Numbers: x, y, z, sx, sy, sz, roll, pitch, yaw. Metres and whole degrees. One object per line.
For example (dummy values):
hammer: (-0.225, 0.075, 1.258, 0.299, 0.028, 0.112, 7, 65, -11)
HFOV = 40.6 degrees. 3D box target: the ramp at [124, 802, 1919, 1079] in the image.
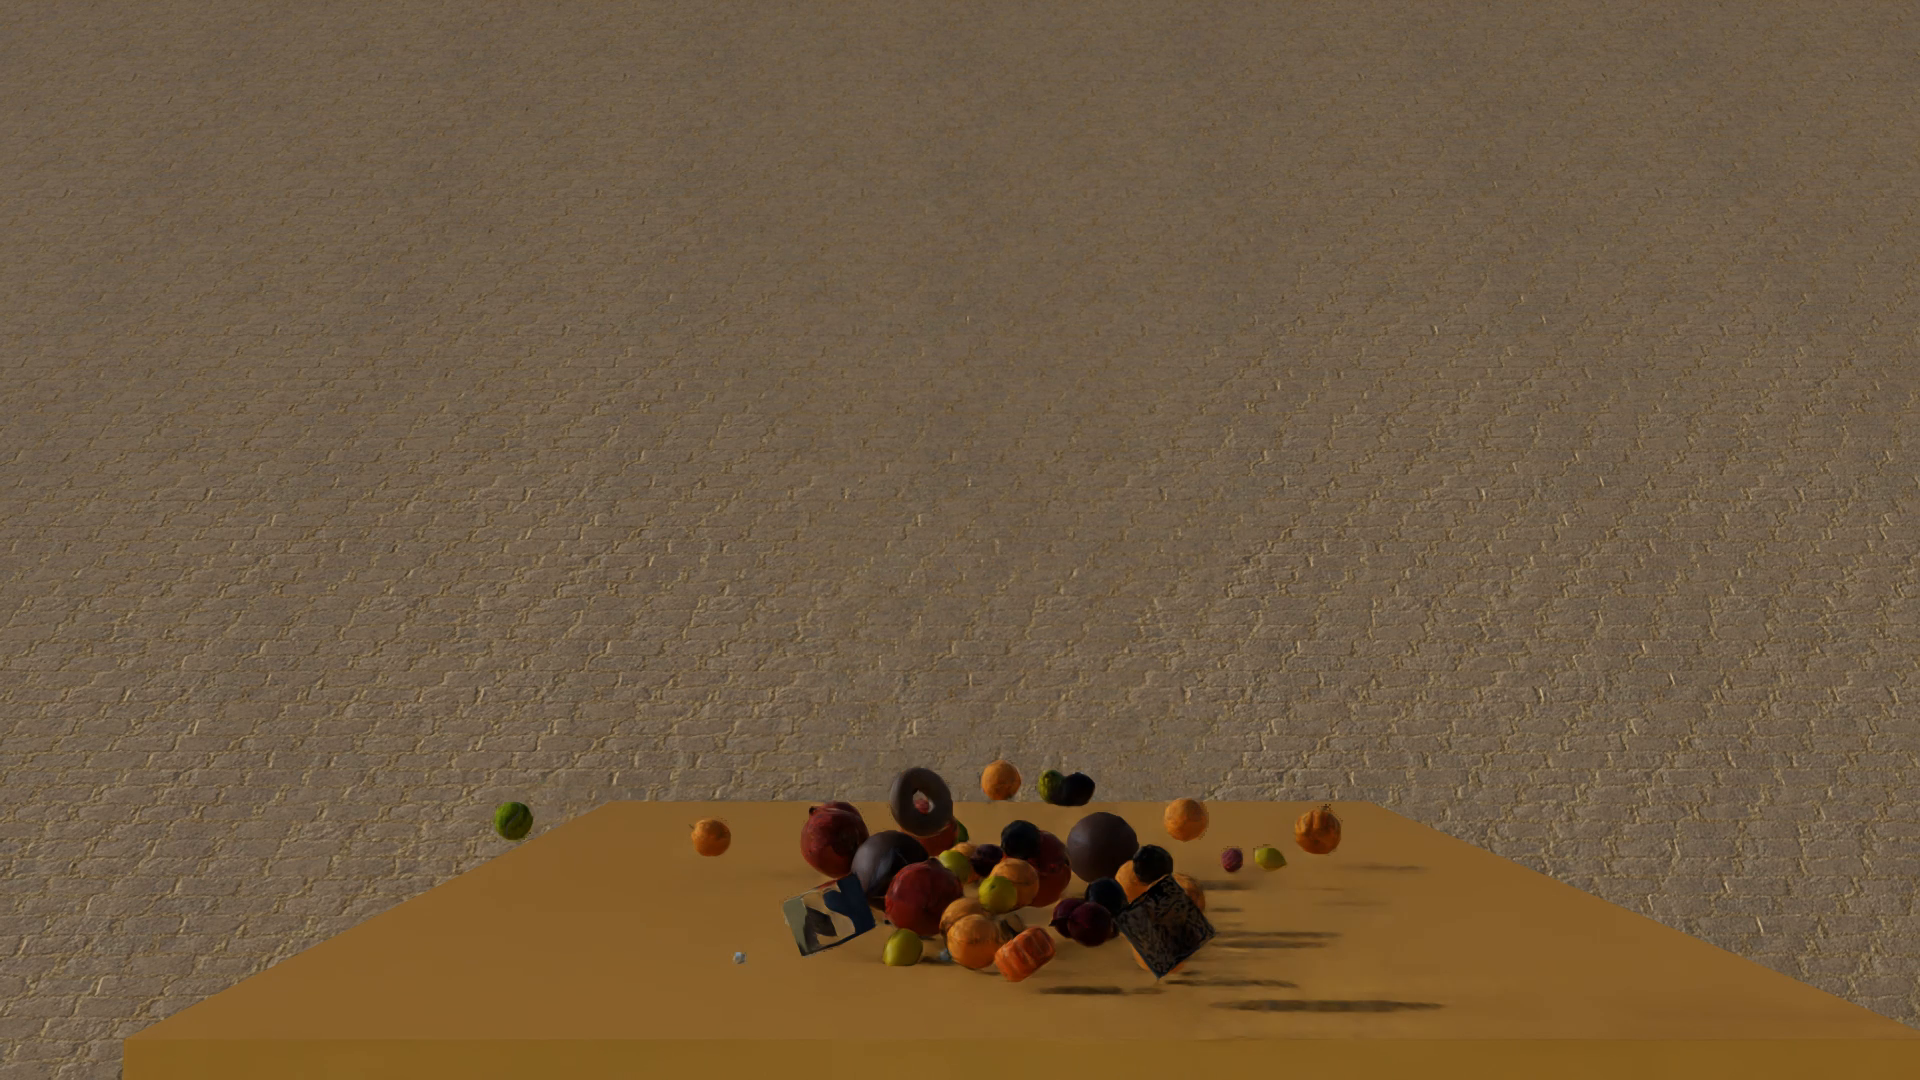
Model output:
ramp: (0.078, 0.670, 4.859, 2.000, 0.100, 4.000, 0, -2, 0)

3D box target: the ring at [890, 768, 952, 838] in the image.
ring: (-0.067, 0.451, 4.463, 0.042, 0.125, 0.125, -29, 9, 47)

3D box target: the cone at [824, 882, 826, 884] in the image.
cone: (-0.205, 0.575, 4.074, 0.055, 0.055, 0.055, 39, 48, 16)

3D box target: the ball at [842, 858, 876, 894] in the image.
ball: (-0.169, 0.574, 4.426, 0.062, 0.062, 0.062, 0, 36, 0)

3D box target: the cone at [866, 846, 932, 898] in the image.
cone: (-0.083, 0.540, 4.075, 0.092, 0.092, 0.092, 29, 35, -11)

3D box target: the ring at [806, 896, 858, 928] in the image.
ring: (-0.184, 0.533, 3.718, 0.080, 0.027, 0.080, 23, -4, 2)

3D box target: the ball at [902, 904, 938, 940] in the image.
ball: (-0.058, 0.556, 3.786, 0.052, 0.052, 0.052, 0, 36, 0)

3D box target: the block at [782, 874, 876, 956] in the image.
block: (-0.180, 0.515, 3.568, 0.078, 0.078, 0.078, -24, -4, 39)

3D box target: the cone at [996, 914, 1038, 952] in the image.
cone: (0.087, 0.547, 3.579, 0.054, 0.054, 0.054, 9, 33, 42)
